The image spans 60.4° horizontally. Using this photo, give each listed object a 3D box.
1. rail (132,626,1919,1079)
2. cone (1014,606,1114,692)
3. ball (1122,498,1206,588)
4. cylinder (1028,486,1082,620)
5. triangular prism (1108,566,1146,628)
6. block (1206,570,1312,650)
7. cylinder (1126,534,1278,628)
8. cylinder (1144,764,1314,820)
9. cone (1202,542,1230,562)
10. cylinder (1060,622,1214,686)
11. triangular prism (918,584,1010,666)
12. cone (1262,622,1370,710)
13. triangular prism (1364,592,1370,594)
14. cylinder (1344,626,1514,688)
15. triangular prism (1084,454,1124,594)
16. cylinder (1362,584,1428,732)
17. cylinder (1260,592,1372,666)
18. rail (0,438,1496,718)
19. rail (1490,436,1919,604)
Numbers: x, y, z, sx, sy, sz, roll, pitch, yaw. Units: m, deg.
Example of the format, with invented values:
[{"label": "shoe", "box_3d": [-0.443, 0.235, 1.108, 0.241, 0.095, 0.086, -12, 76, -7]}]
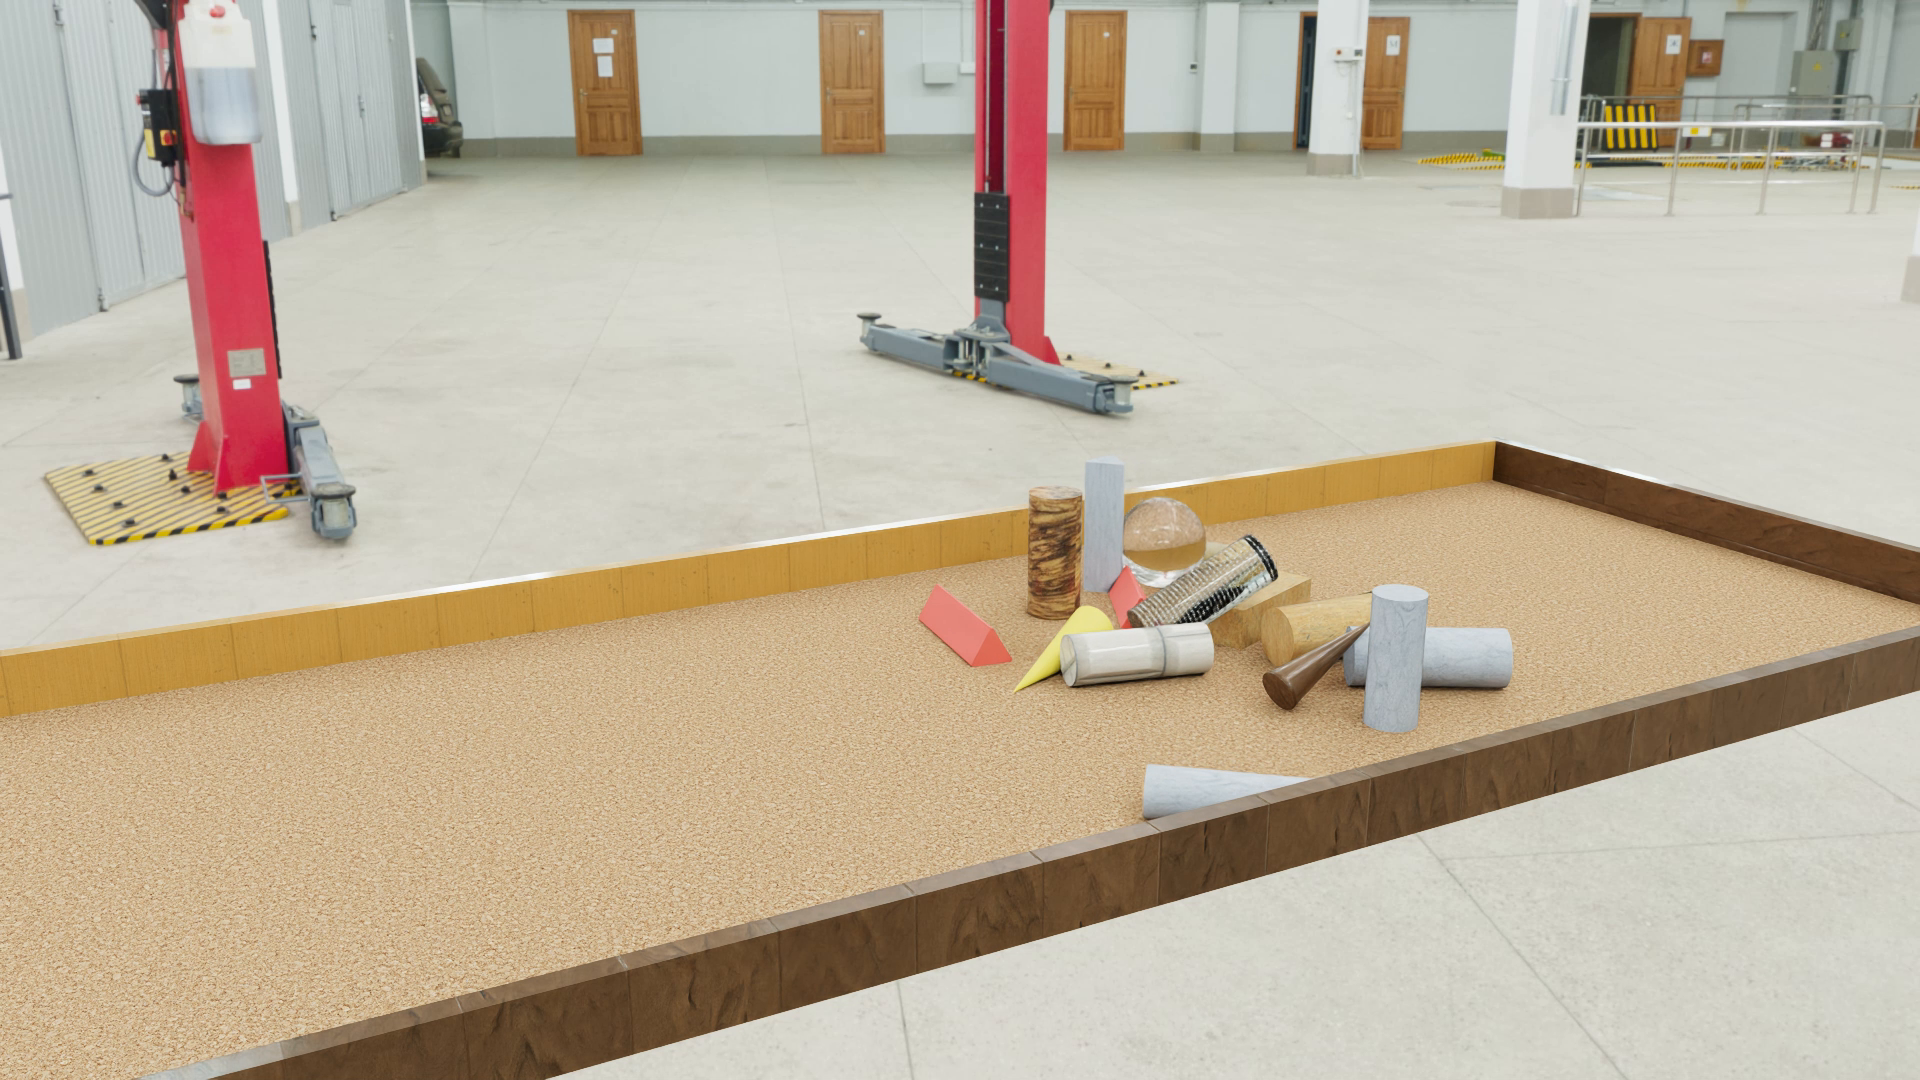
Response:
[{"label": "rail", "box_3d": [-2.336, 1.006, 1.665, 12.000, 0.150, 0.050, -9, 18, -27]}, {"label": "cone", "box_3d": [0.238, 0.305, 4.199, 0.132, 0.132, 0.373, 12, 30, 35]}, {"label": "ball", "box_3d": [0.591, 0.008, 4.856, 0.266, 0.266, 0.266, 0, 16, 0]}, {"label": "cylinder", "box_3d": [0.265, 0.035, 4.614, 0.150, 0.350, 0.150, 0, 16, 0]}, {"label": "triangular prism", "box_3d": [0.489, 0.158, 4.652, 0.103, 0.089, 0.303, 0, 16, -2]}, {"label": "block", "box_3d": [0.822, 0.189, 4.520, 0.109, 0.109, 0.370, 13, 21, 38]}, {"label": "cylinder", "box_3d": [0.636, 0.145, 4.325, 0.382, 0.143, 0.143, -32, 24, -9]}, {"label": "cylinder", "box_3d": [0.559, 0.528, 3.361, 0.359, 0.111, 0.111, 4, 17, 12]}, {"label": "cone", "box_3d": [0.824, 0.041, 5.115, 0.421, 0.114, 0.114, -3, 15, -39]}, {"label": "cylinder", "box_3d": [0.444, 0.286, 4.152, 0.365, 0.129, 0.129, -4, 17, -14]}, {"label": "triangular prism", "box_3d": [0.010, 0.220, 4.423, 0.113, 0.098, 0.397, -7, 18, -20]}, {"label": "cone", "box_3d": [0.896, 0.277, 4.010, 0.343, 0.106, 0.106, -32, 29, -21]}, {"label": "triangular prism", "box_3d": [1.022, 0.207, 4.487, 0.377, 0.087, 0.101, -12, 20, -35]}, {"label": "cylinder", "box_3d": [1.160, 0.291, 4.102, 0.383, 0.149, 0.149, 1, 16, 2]}, {"label": "triangular prism", "box_3d": [0.431, -0.048, 4.816, 0.115, 0.392, 0.099, 6, 19, 18]}, {"label": "cylinder", "box_3d": [1.015, 0.276, 3.847, 0.126, 0.321, 0.126, 0, 16, 0]}, {"label": "cylinder", "box_3d": [0.995, 0.228, 4.307, 0.396, 0.154, 0.154, -7, 18, -22]}, {"label": "rail", "box_3d": [-3.305, 0.497, 3.399, 12.000, 0.150, 0.050, -9, 18, -27]}, {"label": "rail", "box_3d": [2.466, -0.048, 5.253, 0.050, 0.150, 2.100, -9, 18, -27]}]
